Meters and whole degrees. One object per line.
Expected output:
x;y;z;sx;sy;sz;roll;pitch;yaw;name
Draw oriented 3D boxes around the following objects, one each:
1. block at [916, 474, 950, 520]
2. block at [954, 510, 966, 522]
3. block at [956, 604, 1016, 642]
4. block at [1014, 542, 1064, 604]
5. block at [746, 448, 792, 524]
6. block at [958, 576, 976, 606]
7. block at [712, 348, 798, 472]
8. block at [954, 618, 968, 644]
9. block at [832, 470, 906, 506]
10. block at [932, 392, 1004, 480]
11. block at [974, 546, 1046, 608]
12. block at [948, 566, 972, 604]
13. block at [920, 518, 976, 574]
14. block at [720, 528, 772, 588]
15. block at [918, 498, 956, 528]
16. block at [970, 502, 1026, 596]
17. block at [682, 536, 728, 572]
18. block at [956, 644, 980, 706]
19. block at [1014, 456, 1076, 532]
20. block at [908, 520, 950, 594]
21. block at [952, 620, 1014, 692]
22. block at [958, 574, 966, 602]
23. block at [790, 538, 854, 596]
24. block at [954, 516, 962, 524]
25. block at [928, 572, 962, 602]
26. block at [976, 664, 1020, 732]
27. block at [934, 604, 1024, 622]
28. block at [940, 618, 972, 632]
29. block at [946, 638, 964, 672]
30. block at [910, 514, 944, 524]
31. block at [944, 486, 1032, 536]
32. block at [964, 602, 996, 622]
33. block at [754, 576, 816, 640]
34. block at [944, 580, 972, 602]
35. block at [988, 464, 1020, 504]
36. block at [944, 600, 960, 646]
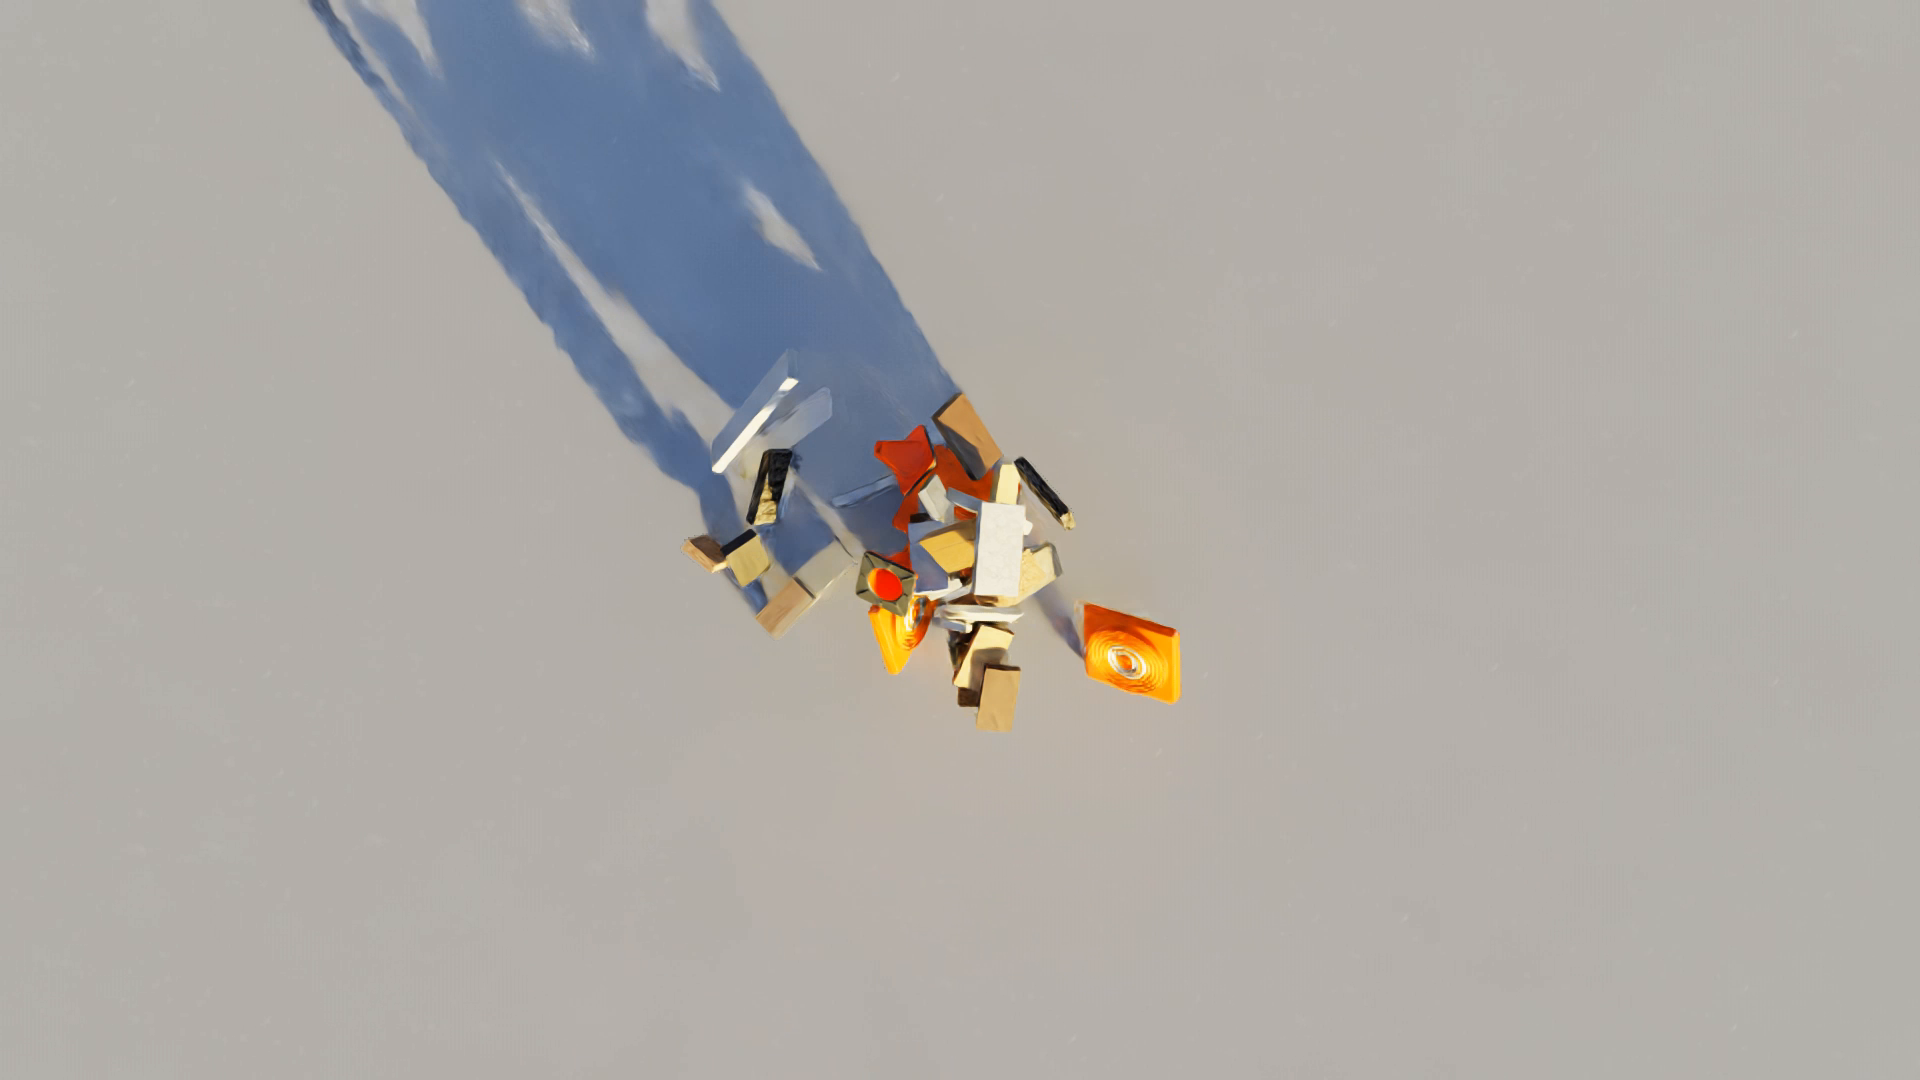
-0.077;-0.129;4.965;0.028;0.197;0.099;-25;101;15;block
-0.072;-0.014;5.440;0.101;0.029;0.202;26;70;13;block
0.101;0.213;5.278;0.134;0.038;0.268;20;92;-24;block
0.226;0.105;5.256;0.224;0.032;0.112;-31;111;-33;block
-0.614;-0.172;5.308;0.034;0.121;0.241;22;105;23;block
0.017;0.156;4.966;0.047;0.013;0.095;-11;90;8;block
-0.629;-0.389;5.031;0.033;0.513;0.116;18;50;-28;block
0.039;0.208;5.413;0.134;0.038;0.268;-9;59;1;block
-0.295;-0.167;5.370;0.254;0.099;0.028;-25;96;-44;block
0.021;-0.295;4.712;0.116;0.033;0.231;-46;118;-24;block
0.149;0.135;5.103;0.226;0.032;0.113;-39;110;-14;block
0.016;0.088;5.425;0.134;0.038;0.268;-7;65;1;block
0.005;0.016;4.655;0.126;0.252;0.036;49;56;-16;block
-0.692;0.059;5.343;0.121;0.241;0.034;-35;66;-11;block
-0.075;-0.030;5.058;0.112;0.032;0.224;3;68;0;block
0.105;0.025;4.537;0.126;0.036;0.252;4;93;-19;block
-0.812;0.044;5.328;0.121;0.241;0.034;40;97;1;block
0.041;0.439;5.354;0.099;0.028;0.198;-1;85;-9;block
0.249;-0.136;4.859;0.033;0.116;0.231;-37;66;-4;block
-0.090;0.050;4.802;0.103;0.029;0.207;-7;77;6;block
0.071;0.374;5.261;0.113;0.032;0.226;18;110;-19;block
0.011;0.155;5.001;0.047;0.013;0.095;-26;112;-8;block
-0.458;0.099;5.486;0.202;0.029;0.101;-40;90;0;block
-0.035;-0.047;5.209;0.112;0.224;0.032;36;80;11;block
-0.056;0.120;4.900;0.103;0.207;0.029;-26;105;1;block
0.122;0.507;5.281;0.113;0.032;0.226;6;115;-6;block
0.058;0.220;4.980;0.263;0.077;0.022;5;70;-27;block
-0.011;0.253;4.882;0.077;0.155;0.022;13;90;6;block
0.025;0.408;5.437;0.099;0.028;0.198;-11;62;-5;block
-0.098;-0.031;4.944;0.103;0.207;0.029;-4;111;0;block
0.080;-0.083;4.729;0.126;0.252;0.036;26;88;-44;block
0.061;0.222;5.035;0.094;0.013;0.047;-12;125;-18;block
-0.577;0.225;5.453;0.101;0.029;0.202;45;109;0;block
0.002;0.149;4.881;0.077;0.155;0.022;-22;93;11;block
0.137;-0.139;5.196;0.028;0.099;0.197;14;97;41;block
0.005;0.250;5.431;0.099;0.028;0.198;-9;58;1;block
